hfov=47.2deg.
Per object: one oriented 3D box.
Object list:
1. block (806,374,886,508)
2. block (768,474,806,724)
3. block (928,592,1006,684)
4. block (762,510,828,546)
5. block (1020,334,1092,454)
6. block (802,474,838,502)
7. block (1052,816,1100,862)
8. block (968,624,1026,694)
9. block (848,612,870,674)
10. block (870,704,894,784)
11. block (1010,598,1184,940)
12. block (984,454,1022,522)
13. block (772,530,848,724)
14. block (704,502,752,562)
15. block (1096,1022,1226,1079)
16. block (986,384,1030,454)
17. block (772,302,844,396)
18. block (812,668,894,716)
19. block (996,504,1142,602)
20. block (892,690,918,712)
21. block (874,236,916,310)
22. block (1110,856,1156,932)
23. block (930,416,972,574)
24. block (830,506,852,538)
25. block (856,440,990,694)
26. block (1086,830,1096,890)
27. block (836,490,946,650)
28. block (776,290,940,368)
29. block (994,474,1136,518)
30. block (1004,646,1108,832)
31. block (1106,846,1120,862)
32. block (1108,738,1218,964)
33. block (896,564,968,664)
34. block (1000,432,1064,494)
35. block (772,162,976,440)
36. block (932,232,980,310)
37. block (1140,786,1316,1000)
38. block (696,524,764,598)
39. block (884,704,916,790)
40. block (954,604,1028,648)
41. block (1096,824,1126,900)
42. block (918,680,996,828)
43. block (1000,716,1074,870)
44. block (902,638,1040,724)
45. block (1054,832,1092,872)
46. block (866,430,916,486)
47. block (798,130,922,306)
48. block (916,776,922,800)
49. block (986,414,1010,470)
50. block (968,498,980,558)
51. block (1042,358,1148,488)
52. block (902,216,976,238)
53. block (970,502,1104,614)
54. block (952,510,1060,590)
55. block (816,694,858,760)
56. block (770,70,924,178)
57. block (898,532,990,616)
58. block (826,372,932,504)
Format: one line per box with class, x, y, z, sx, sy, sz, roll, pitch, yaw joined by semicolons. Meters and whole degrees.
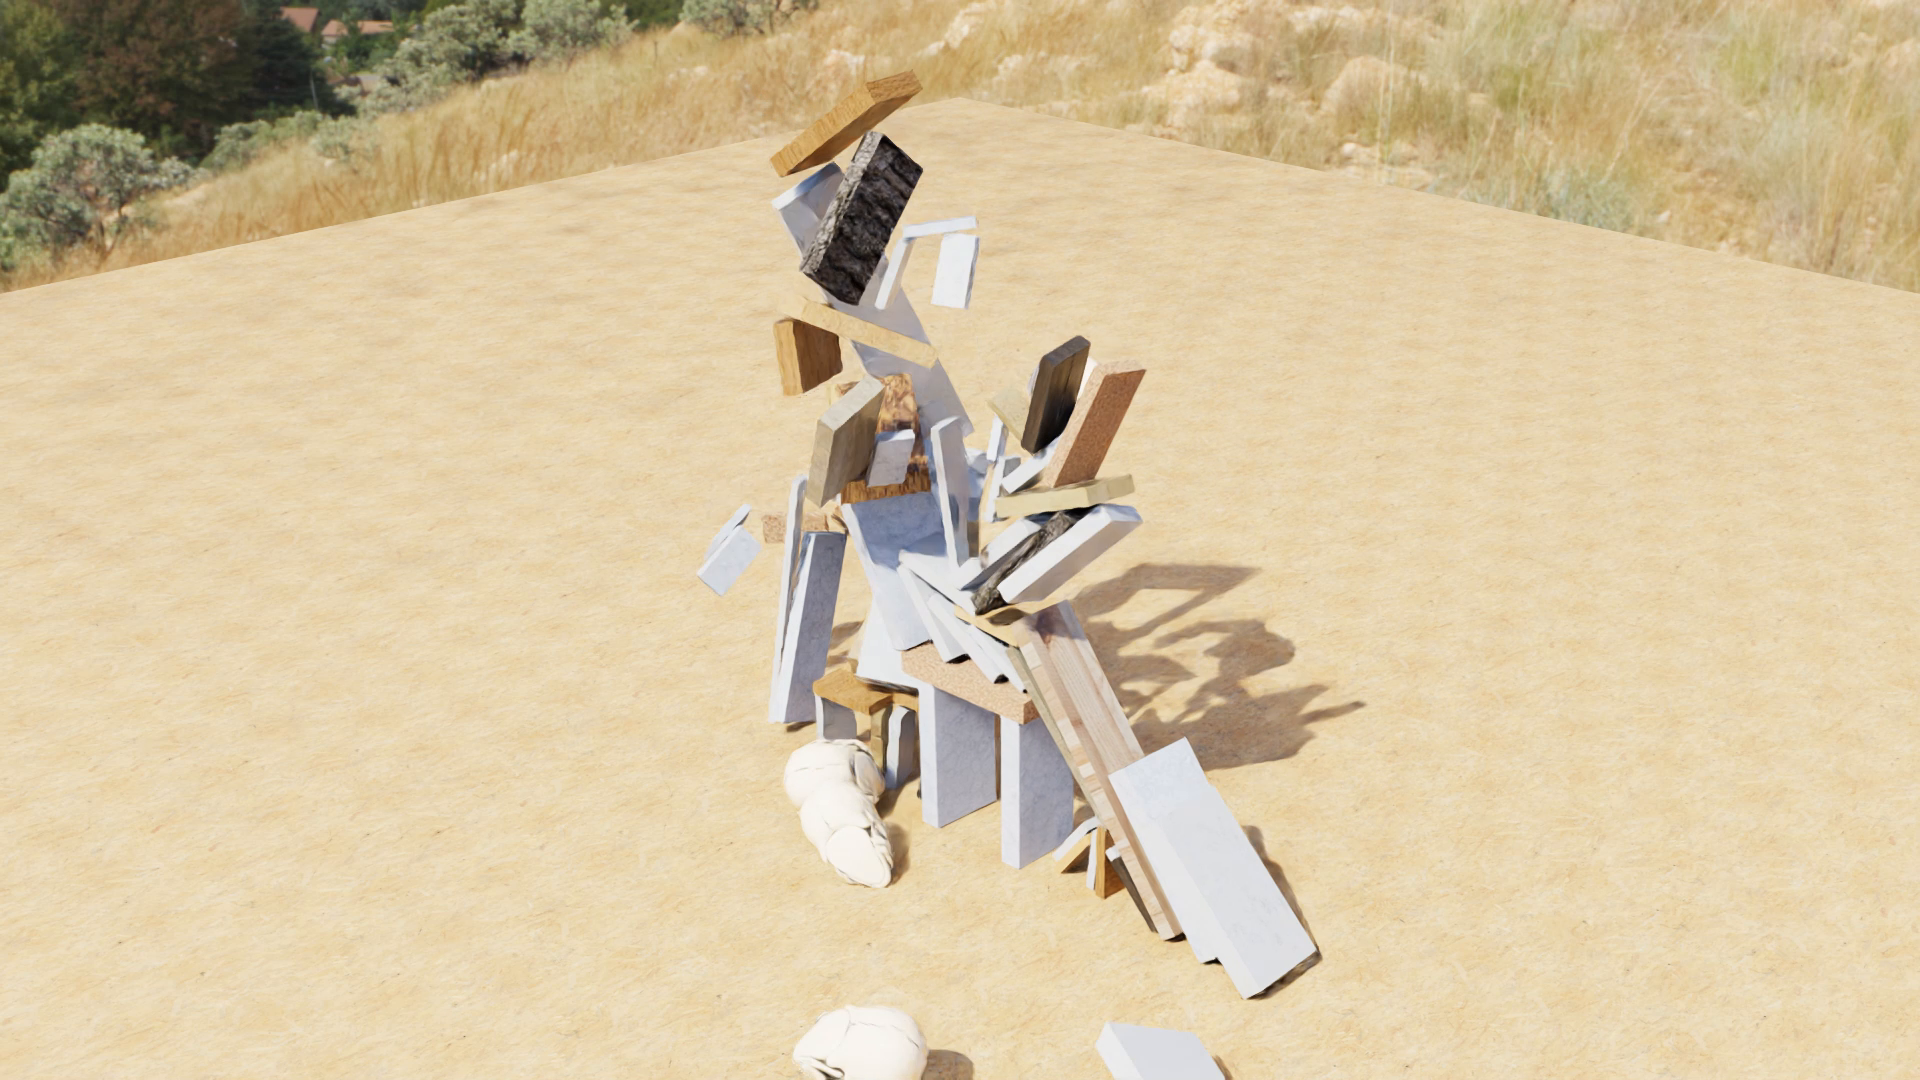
block;-0.212;-0.179;4.030;0.039;0.273;0.136;40;62;13
block;-0.373;0.131;4.733;0.016;0.560;0.056;12;21;11
block;0.041;0.174;4.232;0.104;0.029;0.208;-22;64;-40
block;-0.361;-0.026;4.824;0.143;0.072;0.020;2;28;11
block;0.171;-0.259;3.928;0.030;0.209;0.104;36;48;24
block;-0.291;-0.108;4.713;0.113;0.016;0.056;20;-18;-10
block;0.233;0.570;4.220;0.064;0.129;0.018;-21;67;-40
block;0.097;0.212;4.185;0.082;0.023;0.165;-22;62;-40
block;-0.171;0.190;4.658;0.032;0.113;0.226;14;58;18
block;-0.160;0.414;4.564;0.024;0.166;0.083;7;29;14
block;0.287;0.422;4.089;0.129;0.644;0.037;-21;-7;-40
block;0.080;-0.096;4.096;0.017;0.123;0.062;19;15;27
block;-0.325;0.188;4.766;0.032;0.416;0.113;14;7;34
block;-0.510;-0.016;4.832;0.020;0.072;0.143;34;43;2
block;0.359;0.889;3.449;0.172;0.049;0.345;13;20;-26
block;0.112;-0.223;4.035;0.062;0.017;0.123;-35;82;-33
block;-0.290;-0.368;4.215;0.039;0.136;0.273;-5;12;14
block;-0.218;0.314;4.556;0.167;0.024;0.083;18;33;39
block;0.199;0.026;3.986;0.129;0.258;0.037;1;54;-60
block;-0.047;0.336;4.496;0.170;0.024;0.085;19;19;39
block;-0.120;-0.496;4.069;0.019;0.133;0.067;23;21;6
block;0.349;0.646;4.086;0.075;0.021;0.149;-21;75;-40
block;-0.009;-0.084;4.161;0.020;0.299;0.070;10;30;35
block;-0.182;0.012;4.730;0.032;0.226;0.113;-47;-1;-9
block;-0.073;0.053;4.560;0.174;0.525;0.049;11;-16;5
block;0.274;0.599;4.184;0.064;0.129;0.018;-21;36;-40
block;-0.107;0.024;4.338;0.174;0.347;0.049;-24;8;-27
block;-0.186;-0.381;3.983;0.273;0.039;0.136;18;5;-26
block;0.188;-0.080;3.983;0.121;0.034;0.241;-17;7;-41
block;0.211;0.357;4.120;0.082;0.386;0.023;-22;-10;-41
block;0.341;0.631;4.120;0.075;0.021;0.149;-21;75;-40
block;0.425;0.564;4.018;0.172;0.374;0.049;-21;-8;-40
block;-0.032;0.127;4.285;0.104;0.208;0.029;-22;-7;-40
block;0.180;-0.159;4.020;0.209;0.030;0.104;-37;-9;26
block;-0.167;-0.446;4.493;0.145;0.724;0.041;-34;41;-6
block;-0.008;-0.490;4.007;0.067;0.133;0.019;11;3;25
block;0.480;0.626;3.926;0.172;0.345;0.049;-23;-12;-43
block;-0.495;0.045;4.730;0.143;0.072;0.020;-51;29;-12
block;-0.122;0.423;4.545;0.024;0.170;0.085;13;26;17
block;0.077;0.150;4.177;0.165;0.023;0.082;26;35;38
block;0.290;0.598;4.160;0.075;0.149;0.021;-21;29;-40
block;-0.004;0.401;4.400;0.161;0.322;0.046;-21;30;-38
block;0.151;0.460;4.262;0.046;0.322;0.161;19;30;39
block;0.058;0.259;4.264;0.322;0.046;0.161;20;31;39
block;0.237;0.592;4.221;0.064;0.129;0.018;-21;68;-40
block;-0.129;-0.151;4.063;0.070;0.140;0.020;-7;57;-17
block;-0.182;-0.596;4.083;0.041;0.291;0.145;22;-6;35
block;-0.038;0.443;4.482;0.024;0.170;0.085;23;21;29
block;0.074;-0.198;4.094;0.017;0.123;0.062;8;-13;14
block;0.026;-0.024;4.102;0.020;0.070;0.139;-2;18;2
block;0.237;-0.205;3.883;0.104;0.252;0.030;-12;48;-40
block;-0.037;-0.574;4.026;0.133;0.019;0.067;-8;12;1
block;0.147;0.033;4.040;0.121;0.291;0.034;-12;64;-47
block;0.096;0.012;4.112;0.121;0.034;0.241;-20;-13;-41
block;-0.262;0.375;4.658;0.083;0.166;0.024;-20;32;-33
block;-0.216;-0.783;4.141;0.291;0.041;0.145;-29;1;42
block;-0.008;0.064;4.230;0.208;0.029;0.104;36;41;29
block;-0.163;-0.203;4.330;0.174;0.049;0.347;-9;37;-1
